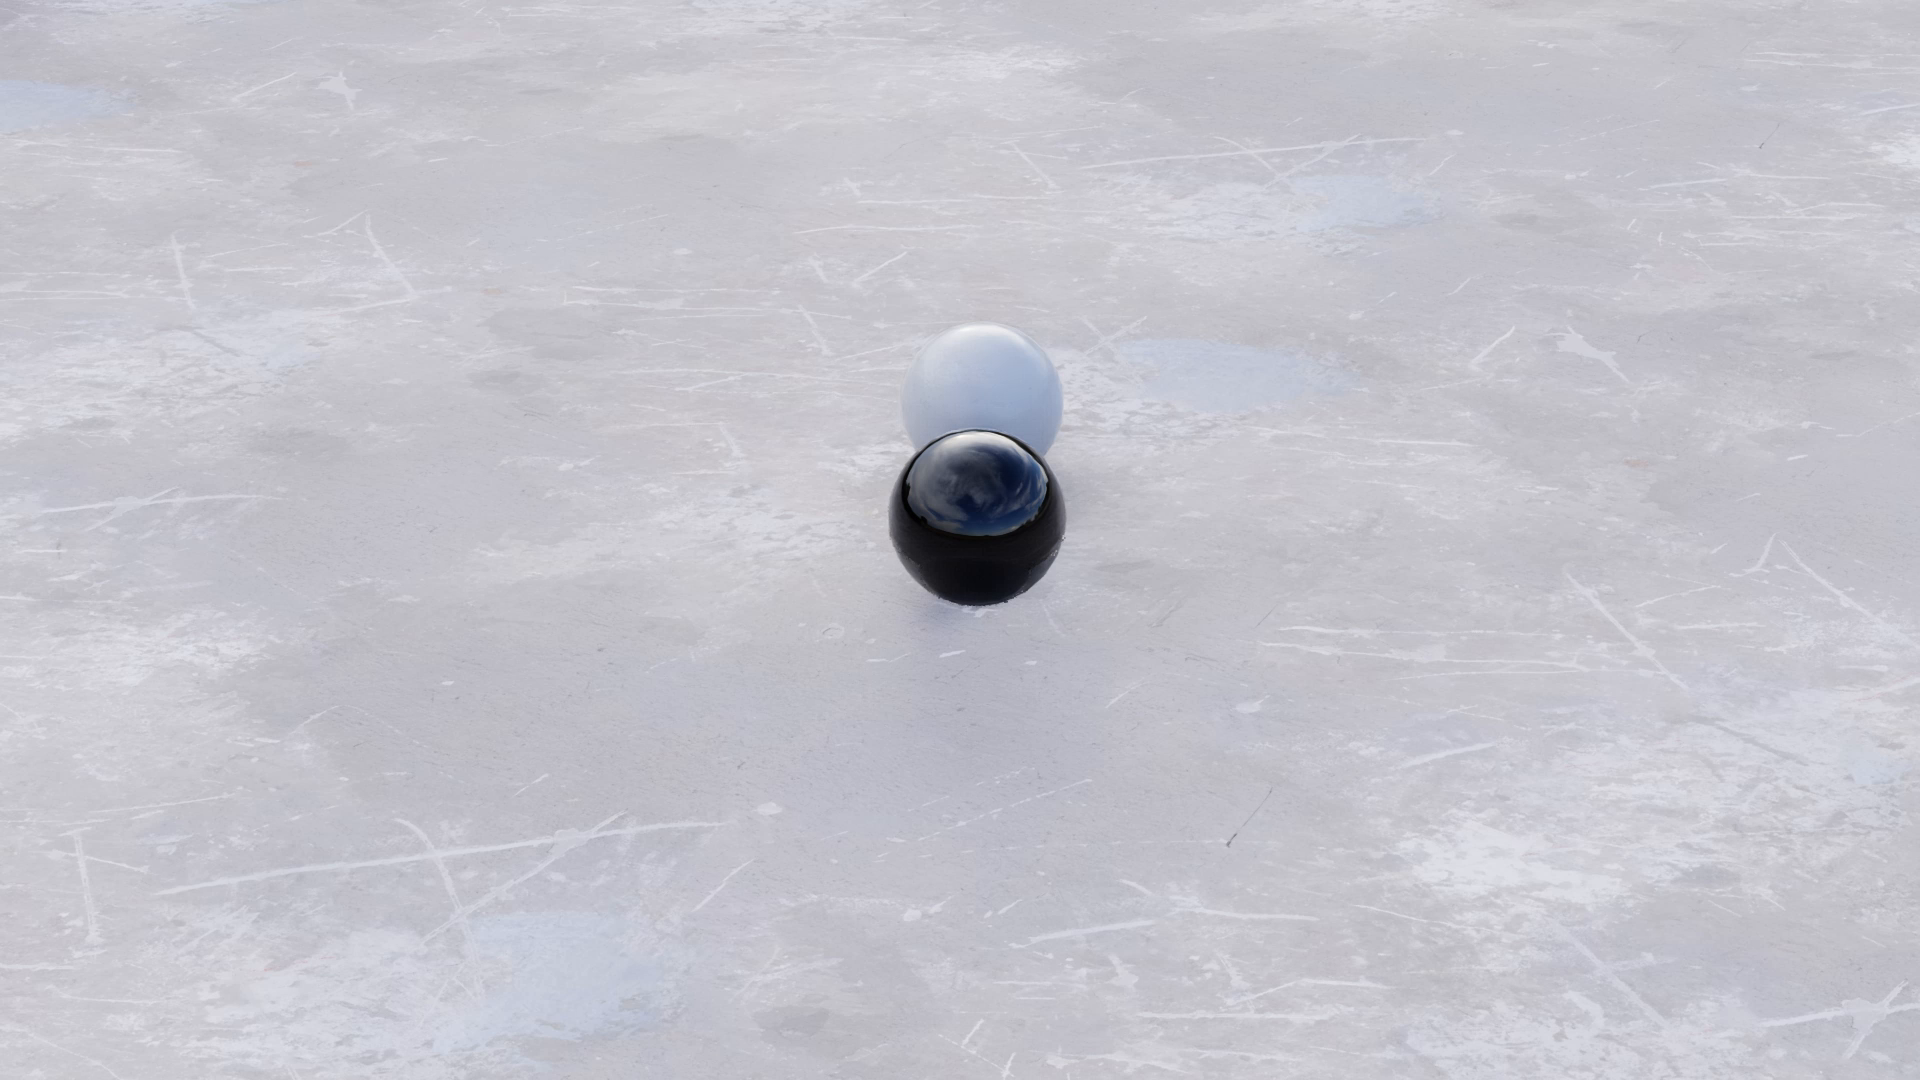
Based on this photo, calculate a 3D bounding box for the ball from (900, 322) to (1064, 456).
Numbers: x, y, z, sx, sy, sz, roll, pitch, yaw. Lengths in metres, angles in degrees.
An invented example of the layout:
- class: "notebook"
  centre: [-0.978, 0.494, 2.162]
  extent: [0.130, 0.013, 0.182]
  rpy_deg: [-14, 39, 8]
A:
- class: "ball"
  centre: [0.013, -0.080, 1.716]
  extent: [0.096, 0.096, 0.096]
  rpy_deg: [0, 30, 0]

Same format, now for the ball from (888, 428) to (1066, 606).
- class: "ball"
  centre: [0.009, -0.013, 1.597]
  extent: [0.097, 0.097, 0.097]
  rpy_deg: [0, 30, 0]
